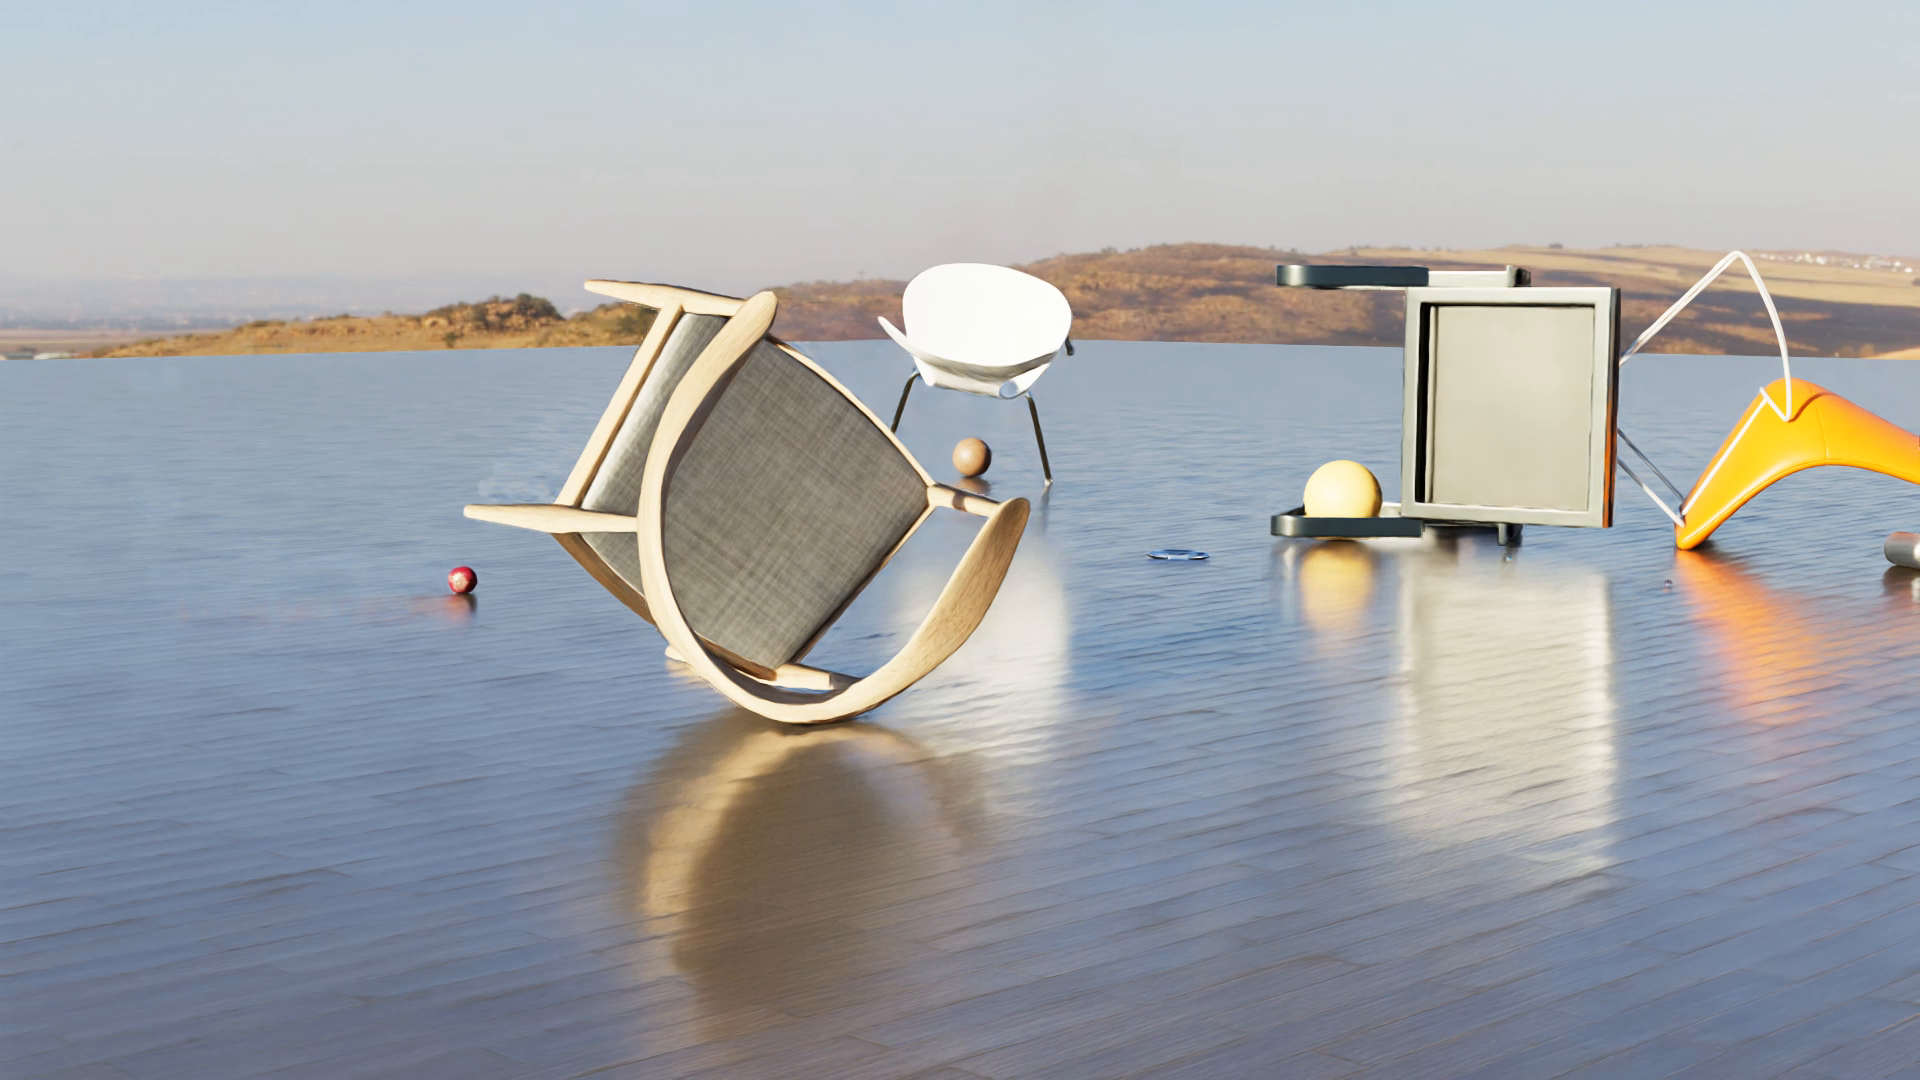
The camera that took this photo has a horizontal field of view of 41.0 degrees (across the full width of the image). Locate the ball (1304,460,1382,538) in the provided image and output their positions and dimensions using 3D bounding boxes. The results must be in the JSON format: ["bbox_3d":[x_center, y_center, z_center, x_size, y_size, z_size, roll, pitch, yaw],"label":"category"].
[{"bbox_3d":[0.963,-0.103,6.448,0.197,0.197,0.197,0,6,0],"label":"ball"}]

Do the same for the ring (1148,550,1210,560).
[{"bbox_3d":[0.510,0.034,5.990,0.148,0.018,0.075,2,7,13],"label":"ring"}]

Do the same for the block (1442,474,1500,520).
[{"bbox_3d":[1.397,-0.118,7.024,0.069,0.109,0.154,-3,7,-28],"label":"block"}]
